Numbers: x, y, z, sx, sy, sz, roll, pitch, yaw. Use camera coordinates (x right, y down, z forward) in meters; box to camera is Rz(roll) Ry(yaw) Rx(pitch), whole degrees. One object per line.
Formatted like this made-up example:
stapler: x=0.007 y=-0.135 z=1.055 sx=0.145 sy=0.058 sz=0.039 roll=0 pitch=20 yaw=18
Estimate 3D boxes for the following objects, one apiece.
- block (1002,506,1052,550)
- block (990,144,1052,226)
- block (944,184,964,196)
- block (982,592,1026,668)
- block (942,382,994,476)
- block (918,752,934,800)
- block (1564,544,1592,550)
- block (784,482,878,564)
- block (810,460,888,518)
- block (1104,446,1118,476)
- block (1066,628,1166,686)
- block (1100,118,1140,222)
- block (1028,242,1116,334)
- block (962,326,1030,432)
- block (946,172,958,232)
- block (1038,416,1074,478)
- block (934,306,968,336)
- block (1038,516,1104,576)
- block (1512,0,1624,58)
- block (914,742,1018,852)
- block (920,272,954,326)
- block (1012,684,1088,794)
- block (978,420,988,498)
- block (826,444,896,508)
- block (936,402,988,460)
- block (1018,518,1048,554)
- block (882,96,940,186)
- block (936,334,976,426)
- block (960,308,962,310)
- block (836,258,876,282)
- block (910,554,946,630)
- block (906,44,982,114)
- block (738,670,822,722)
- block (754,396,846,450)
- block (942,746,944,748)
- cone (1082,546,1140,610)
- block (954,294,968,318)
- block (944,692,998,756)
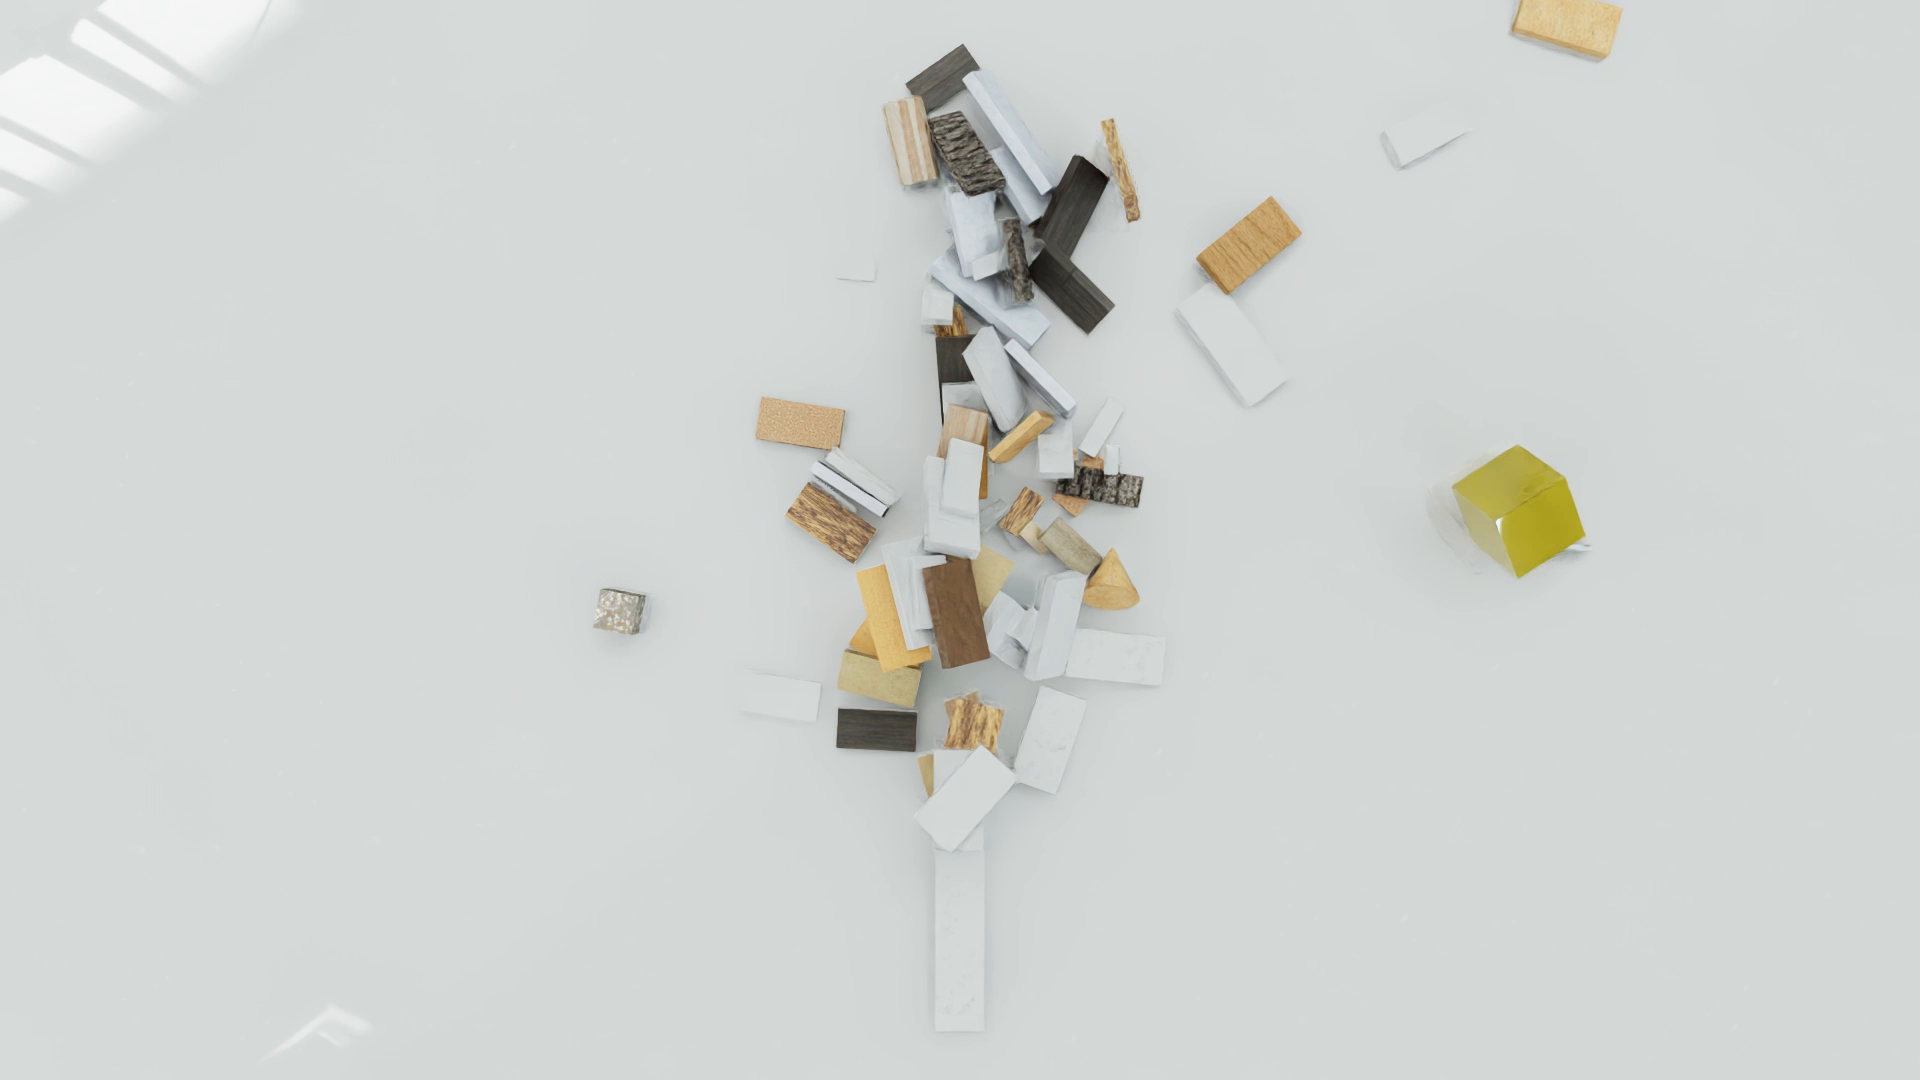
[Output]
block: x=0.228 y=-0.041 z=5.489 sx=0.156 sy=0.022 sz=0.078 roll=-35 pitch=90 yaw=0
block: x=0.204 y=-1.180 z=5.447 sx=0.134 sy=0.038 sz=0.268 roll=-32 pitch=90 yaw=-33
block: x=0.002 y=-1.093 z=5.385 sx=0.071 sy=0.020 sz=0.142 roll=-17 pitch=95 yaw=-18
block: x=0.154 y=0.295 z=5.333 sx=0.047 sy=0.335 sz=0.167 roll=29 pitch=84 yaw=27
block: x=0.026 y=-0.365 z=5.432 sx=0.155 sy=0.044 sz=0.310 roll=-3 pitch=108 yaw=0
block: x=-0.052 y=0.818 z=5.449 sx=0.121 sy=0.034 sz=0.241 roll=-16 pitch=90 yaw=0
block: x=2.036 y=0.022 z=5.468 sx=0.101 sy=0.050 sz=0.014 roll=3 pitch=95 yaw=-7
block: x=-0.428 y=-0.056 z=5.480 sx=0.278 sy=0.039 sz=0.139 roll=35 pitch=90 yaw=0
block: x=-0.361 y=-0.168 z=5.430 sx=0.278 sy=0.139 sz=0.039 roll=33 pitch=92 yaw=0
block: x=0.497 y=-0.261 z=5.421 sx=0.048 sy=0.014 sz=0.095 roll=3 pitch=89 yaw=-43
block: x=0.516 y=0.388 z=5.477 sx=0.318 sy=0.045 sz=0.159 roll=6 pitch=90 yaw=0
block: x=0.522 y=-1.204 z=5.371 sx=0.043 sy=0.151 sz=0.302 roll=-16 pitch=68 yaw=5
block: x=0.361 y=-0.827 z=5.427 sx=0.297 sy=0.149 sz=0.042 roll=44 pitch=55 yaw=0
block: x=0.120 y=-0.522 z=5.362 sx=0.044 sy=0.155 sz=0.310 roll=-6 pitch=126 yaw=35
block: x=0.019 y=-1.141 z=5.483 sx=0.117 sy=0.033 sz=0.235 roll=5 pitch=90 yaw=0
block: x=0.316 y=-0.308 z=5.434 sx=0.111 sy=0.031 sz=0.221 roll=0 pitch=62 yaw=0
block: x=-0.020 y=-0.663 z=5.452 sx=0.101 sy=0.029 sz=0.203 roll=-16 pitch=107 yaw=2
block: x=0.367 y=0.027 z=5.463 sx=0.204 sy=0.029 sz=0.102 roll=43 pitch=90 yaw=-13
block: x=2.016 y=-1.727 z=5.477 sx=0.324 sy=0.046 sz=0.162 roll=17 pitch=90 yaw=0
block: x=0.019 y=0.829 z=5.315 sx=0.163 sy=0.046 sz=0.326 roll=42 pitch=91 yaw=0
block: x=-0.071 y=-0.793 z=5.413 sx=0.101 sy=0.029 sz=0.203 roll=2 pitch=57 yaw=2
block: x=0.293 y=0.662 z=5.477 sx=0.163 sy=0.046 sz=0.326 roll=19 pitch=90 yaw=0
block: x=0.025 y=-0.265 z=5.421 sx=0.130 sy=0.037 sz=0.260 roll=-1 pitch=108 yaw=-1
block: x=-0.324 y=-0.211 z=5.414 sx=0.260 sy=0.130 sz=0.037 roll=37 pitch=99 yaw=-9
block: x=-0.003 y=-0.306 z=5.369 sx=0.130 sy=0.037 sz=0.260 roll=13 pitch=107 yaw=-5
block: x=0.251 y=-0.010 z=5.461 sx=0.062 sy=0.017 sz=0.123 roll=-48 pitch=120 yaw=-1
block: x=-0.161 y=-1.312 z=5.428 sx=0.132 sy=0.037 sz=0.265 roll=-8 pitch=103 yaw=24
block: x=0.008 y=-0.517 z=5.429 sx=0.155 sy=0.044 sz=0.310 roll=-5 pitch=108 yaw=0
block: x=-0.020 y=-0.694 z=5.478 sx=0.071 sy=0.020 sz=0.142 roll=-9 pitch=100 yaw=0
block: x=-0.348 y=-0.898 z=5.491 sx=0.127 sy=0.018 sz=0.063 roll=5 pitch=90 yaw=0
block: x=-0.091 y=0.162 z=5.118 sx=0.112 sy=0.032 sz=0.224 roll=-3 pitch=84 yaw=-30
block: x=-0.053 y=-1.531 z=5.483 sx=0.235 sy=0.033 sz=0.117 roll=-35 pitch=90 yaw=0
block: x=-0.599 y=0.521 z=5.481 sx=0.263 sy=0.037 sz=0.131 roll=9 pitch=90 yaw=0
block: x=-0.531 y=-0.385 z=5.480 sx=0.278 sy=0.039 sz=0.139 roll=9 pitch=90 yaw=0
block: x=0.006 y=0.802 z=5.483 sx=0.121 sy=0.034 sz=0.241 roll=-3 pitch=90 yaw=0
cone: x=0.503 y=0.105 z=5.457 sx=0.191 sy=0.191 sz=0.191 roll=5 pitch=63 yaw=0
block: x=-0.010 y=-0.813 z=5.490 sx=0.071 sy=0.020 sz=0.142 roll=-2 pitch=90 yaw=0
block: x=0.039 y=0.632 z=5.449 sx=0.121 sy=0.034 sz=0.241 roll=-17 pitch=90 yaw=0
